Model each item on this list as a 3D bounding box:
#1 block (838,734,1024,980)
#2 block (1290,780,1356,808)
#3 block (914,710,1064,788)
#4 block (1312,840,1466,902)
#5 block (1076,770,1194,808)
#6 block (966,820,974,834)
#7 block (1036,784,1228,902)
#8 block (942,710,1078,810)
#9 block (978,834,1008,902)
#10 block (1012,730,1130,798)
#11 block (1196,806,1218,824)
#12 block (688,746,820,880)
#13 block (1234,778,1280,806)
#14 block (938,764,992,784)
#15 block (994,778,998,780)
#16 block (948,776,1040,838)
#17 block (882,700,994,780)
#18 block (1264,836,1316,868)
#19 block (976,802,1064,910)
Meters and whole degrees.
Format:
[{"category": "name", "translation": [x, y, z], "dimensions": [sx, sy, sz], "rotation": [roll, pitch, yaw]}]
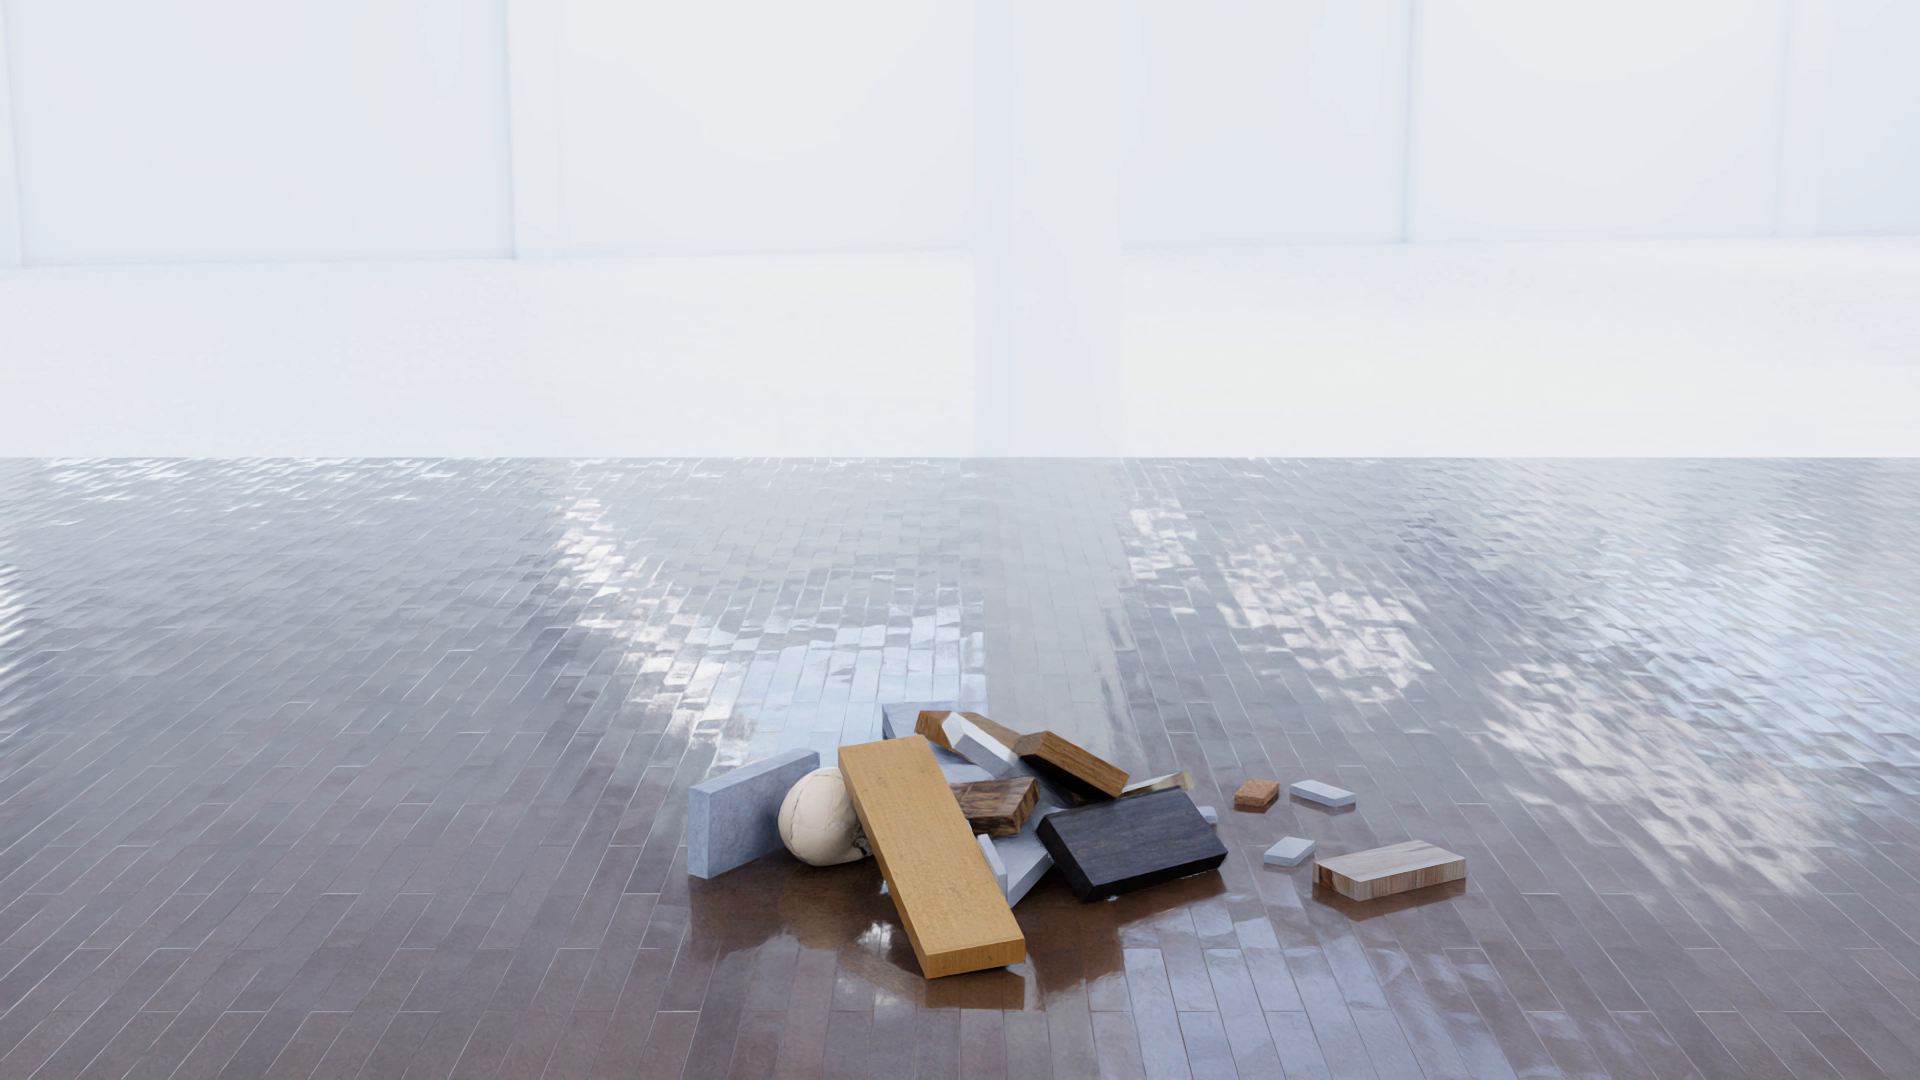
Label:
[{"category": "block", "translation": [-0.057, 0.500, 3.574], "dimensions": [0.154, 0.044, 0.617], "rotation": [-7, 27, -13]}, {"category": "block", "translation": [0.692, 0.484, 4.197], "dimensions": [0.058, 0.016, 0.116], "rotation": [-8, 13, -36]}, {"category": "block", "translation": [0.078, 0.410, 4.295], "dimensions": [0.161, 0.046, 0.321], "rotation": [7, 12, -45]}, {"category": "block", "translation": [0.730, 0.560, 3.738], "dimensions": [0.237, 0.034, 0.118], "rotation": [-6, 12, -30]}, {"category": "block", "translation": [0.293, 0.470, 3.981], "dimensions": [0.237, 0.034, 0.118], "rotation": [-21, -5, 39]}, {"category": "block", "translation": [-0.024, 0.551, 3.561], "dimensions": [0.135, 0.038, 0.270], "rotation": [-6, 27, -10]}, {"category": "block", "translation": [0.293, 0.512, 3.730], "dimensions": [0.309, 0.044, 0.154], "rotation": [-7, 48, -37]}, {"category": "block", "translation": [0.093, 0.406, 3.875], "dimensions": [0.271, 0.034, 0.118], "rotation": [36, 6, -17]}, {"category": "block", "translation": [0.051, 0.525, 3.503], "dimensions": [0.016, 0.058, 0.116], "rotation": [-7, 27, -13]}, {"category": "block", "translation": [0.190, 0.401, 3.906], "dimensions": [0.161, 0.046, 0.321], "rotation": [29, -9, -3]}, {"category": "block", "translation": [0.416, 0.509, 4.064], "dimensions": [0.110, 0.016, 0.055], "rotation": [0, 11, -2]}, {"category": "block", "translation": [-0.359, 0.475, 3.859], "dimensions": [0.044, 0.154, 0.309], "rotation": [11, 15, 32]}, {"category": "block", "translation": [0.568, 0.482, 4.205], "dimensions": [0.058, 0.016, 0.116], "rotation": [4, 11, 22]}, {"category": "block", "translation": [-0.003, 0.484, 3.946], "dimensions": [0.120, 0.034, 0.240], "rotation": [-1, 28, 0]}, {"category": "block", "translation": [0.116, 0.463, 3.972], "dimensions": [0.120, 0.034, 0.240], "rotation": [44, 5, -3]}, {"category": "block", "translation": [-0.010, 0.465, 3.774], "dimensions": [0.270, 0.038, 0.135], "rotation": [-7, 19, 23]}, {"category": "block", "translation": [-0.046, 0.424, 4.437], "dimensions": [0.161, 0.046, 0.596], "rotation": [-1, 11, -8]}, {"category": "block", "translation": [0.578, 0.547, 3.859], "dimensions": [0.055, 0.016, 0.110], "rotation": [6, 12, 28]}, {"category": "block", "translation": [0.085, 0.525, 3.700], "dimensions": [0.135, 0.038, 0.270], "rotation": [14, 29, 27]}]
